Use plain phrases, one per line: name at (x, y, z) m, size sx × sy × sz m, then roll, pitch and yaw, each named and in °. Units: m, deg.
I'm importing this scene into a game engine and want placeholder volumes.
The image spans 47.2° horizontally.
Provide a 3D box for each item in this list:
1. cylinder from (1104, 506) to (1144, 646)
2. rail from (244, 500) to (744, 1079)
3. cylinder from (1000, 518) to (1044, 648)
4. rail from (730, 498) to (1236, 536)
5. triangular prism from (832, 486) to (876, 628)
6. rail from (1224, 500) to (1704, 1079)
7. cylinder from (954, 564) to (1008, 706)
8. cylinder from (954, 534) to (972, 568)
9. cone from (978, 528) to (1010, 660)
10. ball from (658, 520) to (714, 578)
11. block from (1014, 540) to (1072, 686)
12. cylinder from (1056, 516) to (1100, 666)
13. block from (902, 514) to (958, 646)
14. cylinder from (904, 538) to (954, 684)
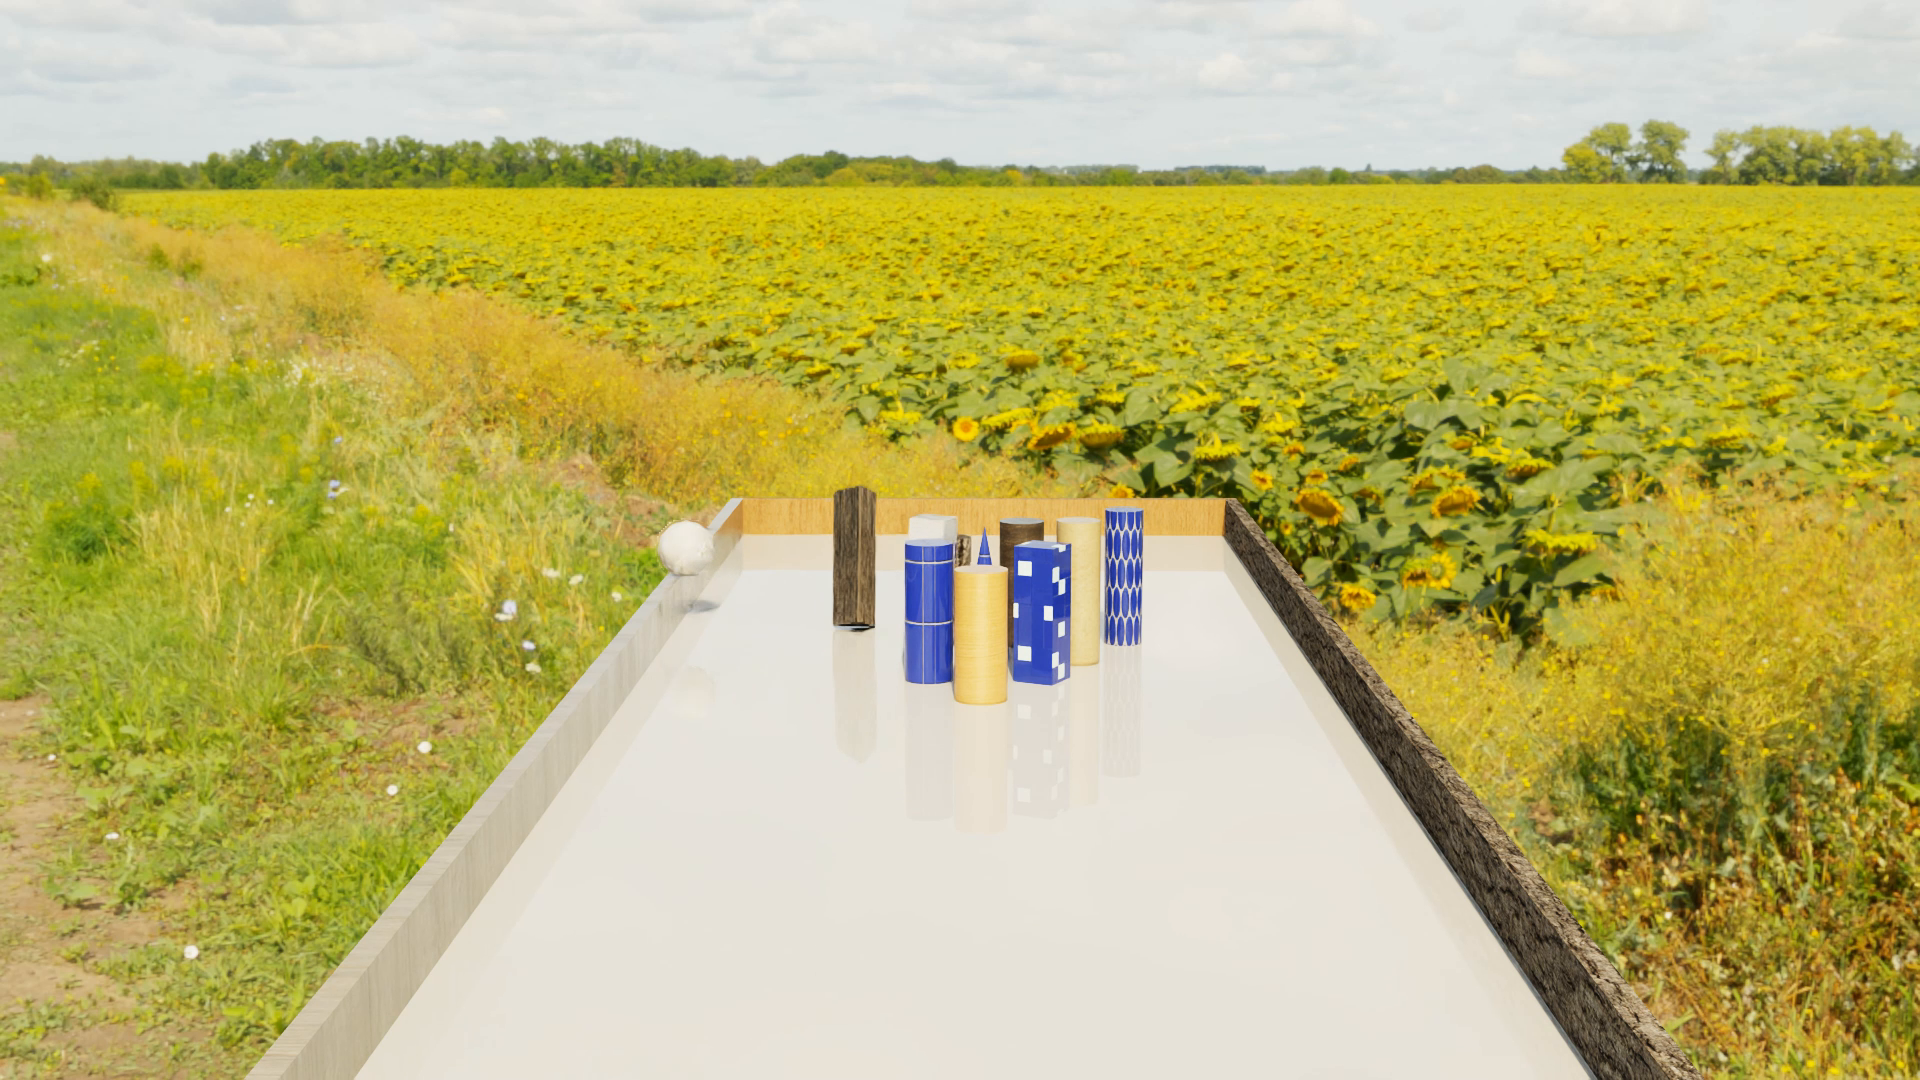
cylinder at (0.515, 0.114, 6.933) m, size 0.121 × 0.425 × 0.121 m, roll 0°, pitch 9°, yaw 0°
rail at (-1.004, 0.839, 3.234) m, size 0.050 × 0.150 × 12.000 m, roll 0°, pitch 9°, yaw 1°
cylinder at (0.193, 0.134, 6.911) m, size 0.141 × 0.393 × 0.141 m, roll 0°, pitch 9°, yaw 0°
rail at (0.099, -0.098, 9.147) m, size 2.100 × 0.150 × 0.050 m, roll 0°, pitch 9°, yaw 1°
triangular prism at (-0.325, 0.060, 7.200) m, size 0.119 × 0.445 × 0.137 m, roll 8°, pitch -12°, yaw -40°
rail at (1.046, 0.843, 3.208) m, size 0.050 × 0.150 × 12.000 m, roll 0°, pitch 9°, yaw 1°
cylinder at (0.059, 0.265, 6.153) m, size 0.149 × 0.371 × 0.149 m, roll 0°, pitch 9°, yaw 0°
cylinder at (-0.043, 0.153, 6.976) m, size 0.155 × 0.329 × 0.155 m, roll 1°, pitch 7°, yaw 0°
cone at (0.074, 0.159, 6.698) m, size 0.161 × 0.410 × 0.161 m, roll 0°, pitch 9°, yaw 0°
ball at (-0.905, 0.030, 7.267) m, size 0.186 × 0.186 × 0.186 m, roll 0°, pitch 9°, yaw 0°
block at (0.240, 0.211, 6.403) m, size 0.125 × 0.399 × 0.125 m, roll 5°, pitch 10°, yaw 27°
cylinder at (0.357, 0.155, 6.643) m, size 0.134 × 0.435 × 0.134 m, roll 0°, pitch 9°, yaw 0°
block at (-0.093, 0.131, 6.847) m, size 0.116 × 0.405 × 0.116 m, roll 6°, pitch 8°, yaw 20°
cylinder at (-0.091, 0.208, 6.400) m, size 0.142 × 0.406 × 0.142 m, roll 0°, pitch 9°, yaw 0°
